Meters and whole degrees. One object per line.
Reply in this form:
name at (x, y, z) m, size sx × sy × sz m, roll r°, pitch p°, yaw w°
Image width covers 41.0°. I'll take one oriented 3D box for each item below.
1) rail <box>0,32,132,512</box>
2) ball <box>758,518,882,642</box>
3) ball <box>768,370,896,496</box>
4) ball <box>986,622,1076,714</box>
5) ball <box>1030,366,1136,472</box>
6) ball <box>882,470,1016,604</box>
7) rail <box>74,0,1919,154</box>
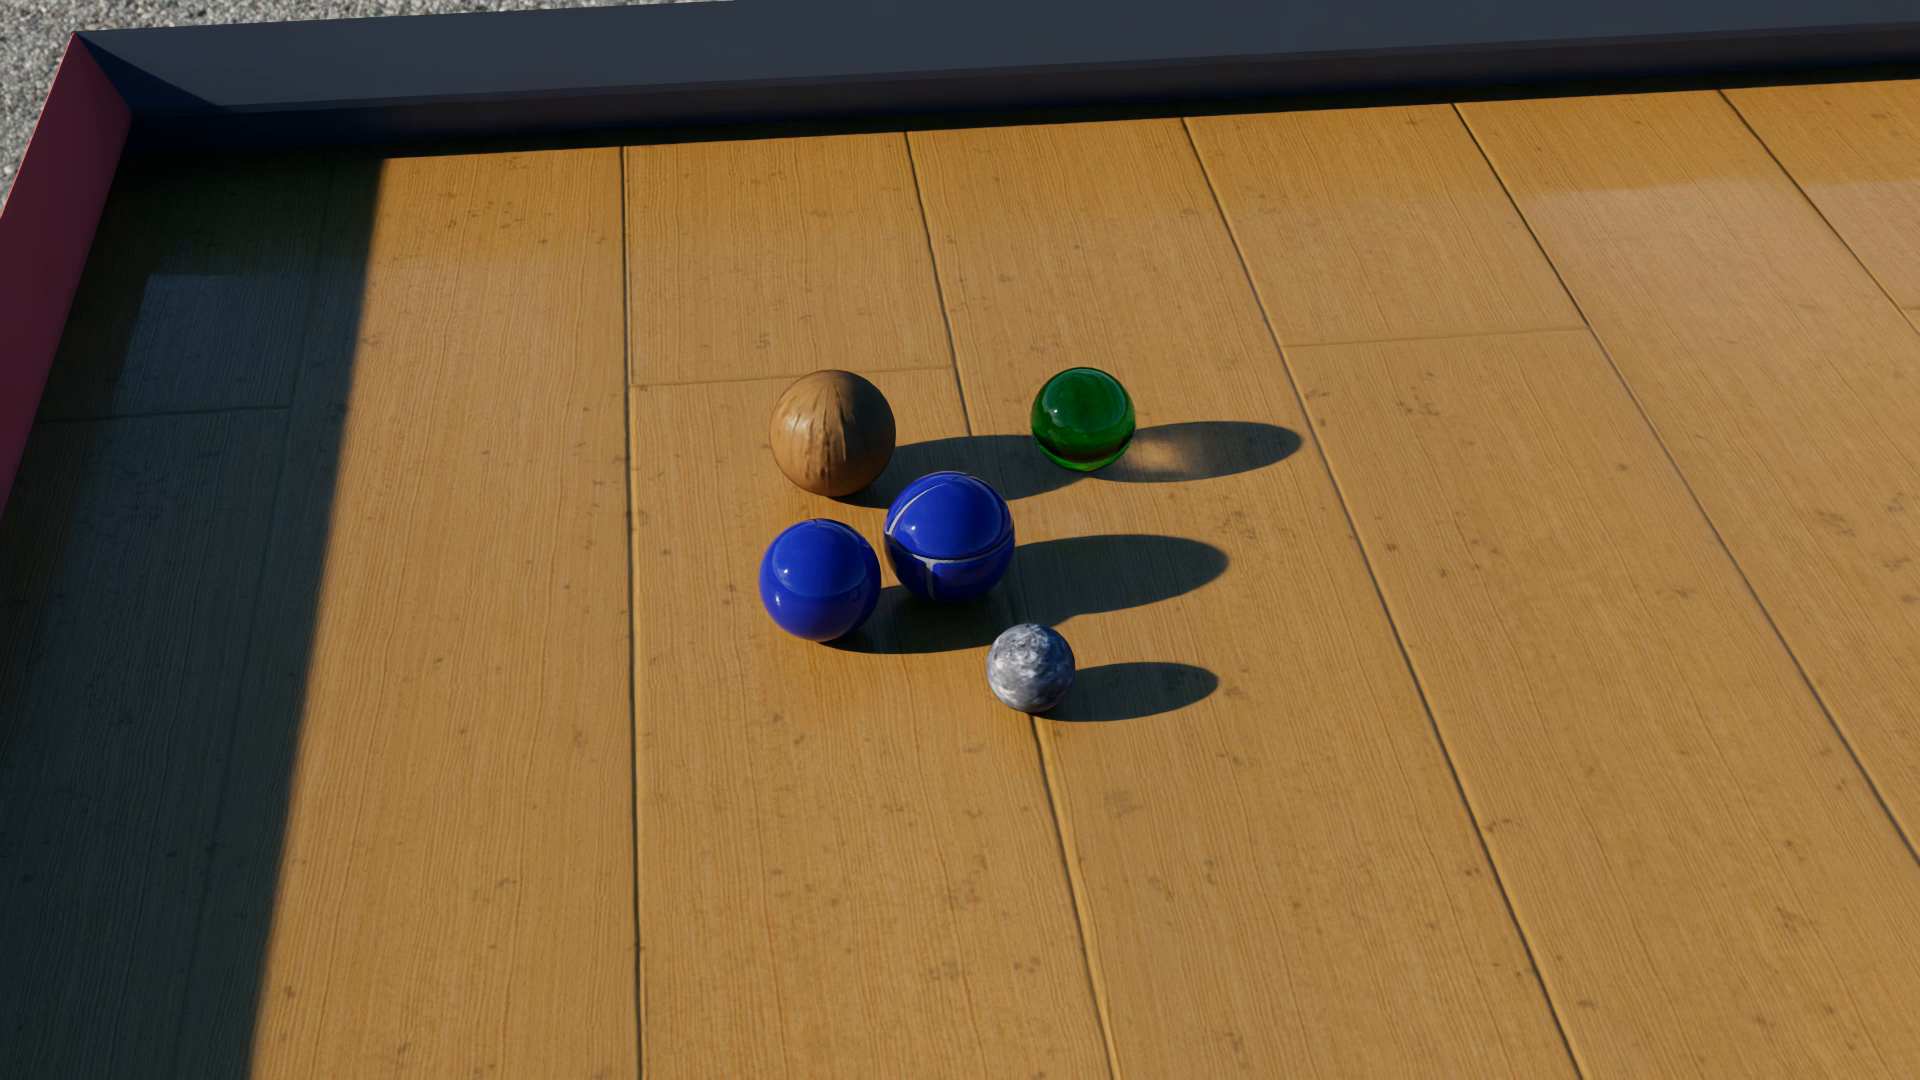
rail at (-0.649, 0.027, 1.636) m, size 0.045 × 0.116 × 1.435 m, roll -4°, pitch 36°, yaw -5°
ball at (-0.091, 0.026, 1.670) m, size 0.080 × 0.080 × 0.080 m, roll 0°, pitch 36°, yaw 0°
ball at (-0.090, -0.075, 1.804) m, size 0.090 × 0.090 × 0.090 m, roll 0°, pitch 36°, yaw 0°
ball at (0.044, 0.080, 1.614) m, size 0.057 × 0.057 × 0.057 m, roll 0°, pitch 36°, yaw 0°
ball at (0.088, -0.086, 1.832) m, size 0.075 × 0.075 × 0.075 m, roll 0°, pitch 36°, yaw 0°
ball at (-0.007, -0.002, 1.702) m, size 0.088 × 0.088 × 0.088 m, roll 0°, pitch 36°, yaw 0°
rail at (0.593, -0.462, 2.321) m, size 2.708 × 0.116 × 0.045 m, roll -4°, pitch 36°, yaw -5°
